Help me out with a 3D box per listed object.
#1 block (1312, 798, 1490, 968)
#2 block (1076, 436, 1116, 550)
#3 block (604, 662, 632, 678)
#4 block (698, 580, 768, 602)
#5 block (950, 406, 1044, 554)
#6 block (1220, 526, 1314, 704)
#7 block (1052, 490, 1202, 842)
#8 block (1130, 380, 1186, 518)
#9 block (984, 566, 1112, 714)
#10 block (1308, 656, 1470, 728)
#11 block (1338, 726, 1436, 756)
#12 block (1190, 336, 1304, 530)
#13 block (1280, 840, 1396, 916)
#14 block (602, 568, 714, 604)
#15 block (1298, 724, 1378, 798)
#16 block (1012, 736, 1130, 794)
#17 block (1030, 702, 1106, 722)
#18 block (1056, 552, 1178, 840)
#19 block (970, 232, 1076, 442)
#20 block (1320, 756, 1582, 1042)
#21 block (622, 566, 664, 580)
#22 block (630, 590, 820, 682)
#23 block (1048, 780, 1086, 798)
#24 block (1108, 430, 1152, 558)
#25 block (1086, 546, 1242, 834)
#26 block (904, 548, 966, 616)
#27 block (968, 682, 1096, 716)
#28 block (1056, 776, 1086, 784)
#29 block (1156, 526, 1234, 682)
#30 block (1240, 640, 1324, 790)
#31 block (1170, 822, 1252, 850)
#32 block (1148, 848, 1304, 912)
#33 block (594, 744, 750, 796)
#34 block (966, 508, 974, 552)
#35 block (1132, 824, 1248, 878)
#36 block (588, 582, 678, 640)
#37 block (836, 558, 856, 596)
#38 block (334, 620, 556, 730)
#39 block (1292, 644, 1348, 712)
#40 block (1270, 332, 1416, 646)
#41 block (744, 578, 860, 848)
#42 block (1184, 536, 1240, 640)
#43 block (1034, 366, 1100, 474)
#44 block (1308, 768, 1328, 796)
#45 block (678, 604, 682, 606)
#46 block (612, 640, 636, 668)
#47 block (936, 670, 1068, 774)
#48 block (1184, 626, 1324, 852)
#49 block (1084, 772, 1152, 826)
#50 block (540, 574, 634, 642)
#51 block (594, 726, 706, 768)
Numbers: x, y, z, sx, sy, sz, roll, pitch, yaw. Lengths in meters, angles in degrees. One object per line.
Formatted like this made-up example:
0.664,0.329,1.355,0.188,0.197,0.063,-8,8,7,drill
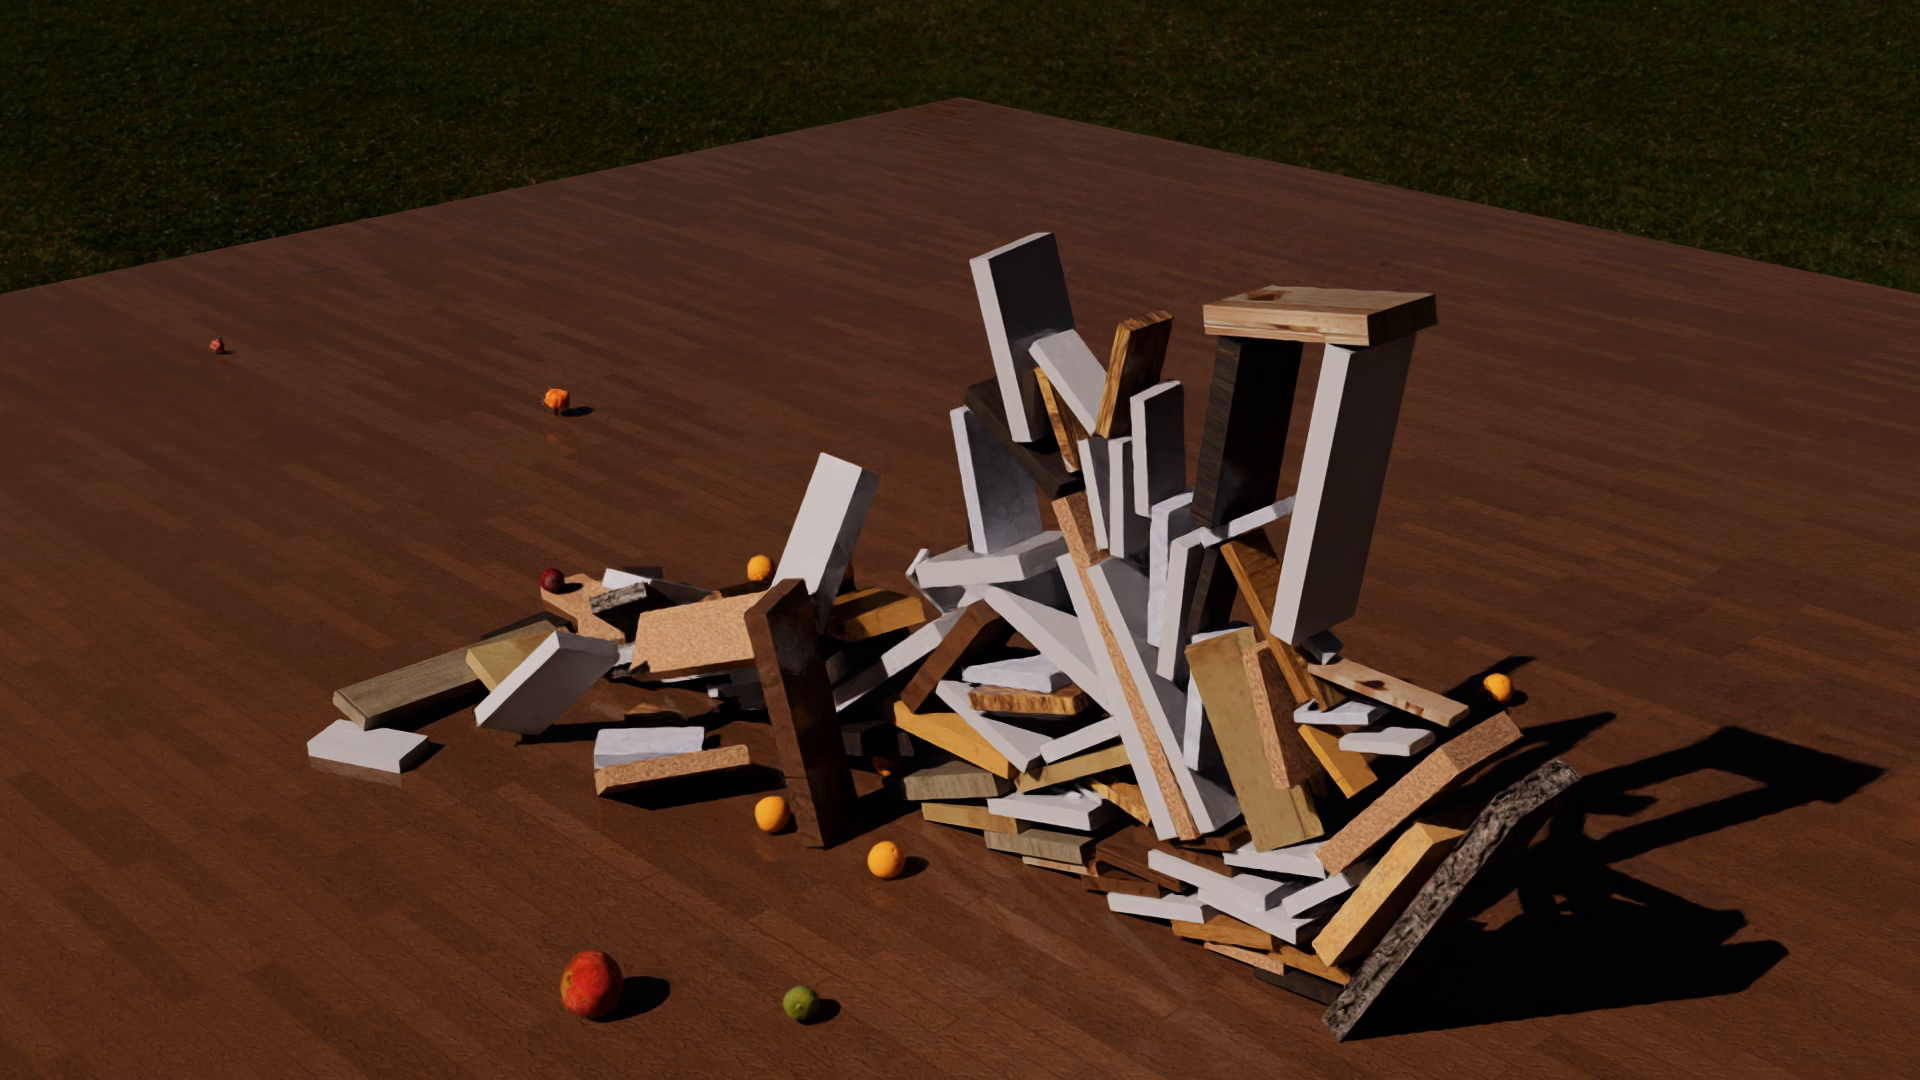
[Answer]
0.747,0.575,3.672,0.179,0.358,0.051,-8,52,-35,block
0.271,-0.087,3.921,0.098,0.196,0.028,-10,-1,-42,block
-0.750,0.294,4.986,0.067,0.019,0.134,-18,9,-36,block
-0.547,0.157,4.966,0.155,0.044,0.421,-31,-3,8,block
0.070,-0.126,4.128,0.139,0.277,0.039,-21,19,-35,block
0.537,0.125,3.690,0.088,0.293,0.025,-23,-5,-40,block
0.338,0.211,3.942,0.139,0.646,0.039,-21,0,-41,block
0.342,-0.158,3.782,0.030,0.214,0.107,17,31,40,block
0.225,0.173,4.115,0.171,0.049,0.343,-23,54,-41,block
0.692,0.242,3.564,0.057,0.016,0.275,-22,32,-39,block
0.700,0.328,3.602,0.071,0.020,0.141,-21,14,-40,block
0.475,-0.194,3.633,0.166,0.332,0.047,-20,38,-39,block
0.666,0.576,3.770,0.114,0.032,0.229,-19,-13,-44,block
-0.681,0.124,5.221,0.155,0.044,0.310,12,-2,38,block
0.634,0.359,3.686,0.071,0.020,0.141,-21,70,-43,block
0.254,0.410,4.144,0.126,0.036,0.347,-22,-1,-40,block
0.206,0.317,4.204,0.159,0.023,0.080,0,23,37,block
0.340,0.259,3.987,0.171,0.540,0.049,-19,-1,-41,block
0.131,-0.363,3.937,0.169,0.338,0.048,-28,22,-38,block
0.797,0.598,3.610,0.179,0.626,0.051,-21,58,-40,block
-0.788,0.117,5.365,0.097,0.028,0.194,1,23,1,block
-0.491,0.197,4.608,0.484,0.147,0.042,-10,-28,34,block
0.215,0.475,4.214,0.045,0.013,0.091,-19,16,-36,block
0.308,-0.086,3.858,0.030,0.214,0.107,18,30,40,block
0.379,0.260,3.908,0.130,0.512,0.037,-25,3,-42,block
-0.048,0.085,4.369,0.019,0.134,0.067,3,54,49,block
0.148,0.289,4.152,0.239,0.034,0.120,0,17,36,block
0.229,0.447,4.208,0.045,0.013,0.091,-22,-1,-42,block
0.410,0.106,3.824,0.037,0.261,0.131,27,35,37,block
0.555,0.285,3.719,0.122,0.243,0.034,-23,13,-40,block
0.454,0.529,3.934,0.076,0.022,0.153,-19,8,-37,block
0.478,0.593,3.961,0.114,0.032,0.267,-21,26,-41,block
-0.590,0.470,4.502,0.294,0.042,0.147,-8,-10,-18,block
0.045,-0.047,4.182,0.067,0.134,0.019,-20,33,-28,block
0.428,0.555,3.995,0.081,0.023,0.231,-21,25,-40,block
-0.707,0.171,4.966,0.128,0.036,0.408,-17,-16,6,block
-0.269,0.077,4.710,0.079,0.158,0.022,-21,65,-10,block
-1.125,0.298,4.939,0.113,0.032,0.580,34,35,29,block
0.600,0.223,3.666,0.057,0.113,0.016,-22,-5,-39,block
0.609,-0.086,3.516,0.166,0.520,0.047,-20,38,-39,block
-0.307,0.339,4.312,0.048,0.504,0.169,-3,22,25,block
0.441,0.084,3.780,0.088,0.176,0.025,-18,40,-42,block
0.206,-0.227,3.934,0.098,0.196,0.028,-21,4,-38,block
0.583,0.440,3.849,0.076,0.153,0.022,12,27,-24,block
-0.700,0.161,5.185,0.128,0.036,0.256,12,-2,28,block
-0.719,0.245,5.005,0.237,0.034,0.118,-18,5,7,block
0.085,0.339,4.246,0.126,0.036,0.252,-22,52,-41,block
0.507,0.345,3.775,0.121,0.391,0.034,-18,15,13,block
0.321,0.474,4.114,0.081,0.023,0.162,-17,38,-42,block
-0.858,0.170,5.318,0.118,0.034,0.390,-19,30,-38,block
-0.660,0.441,4.681,0.227,0.032,0.113,-1,23,-3,block
